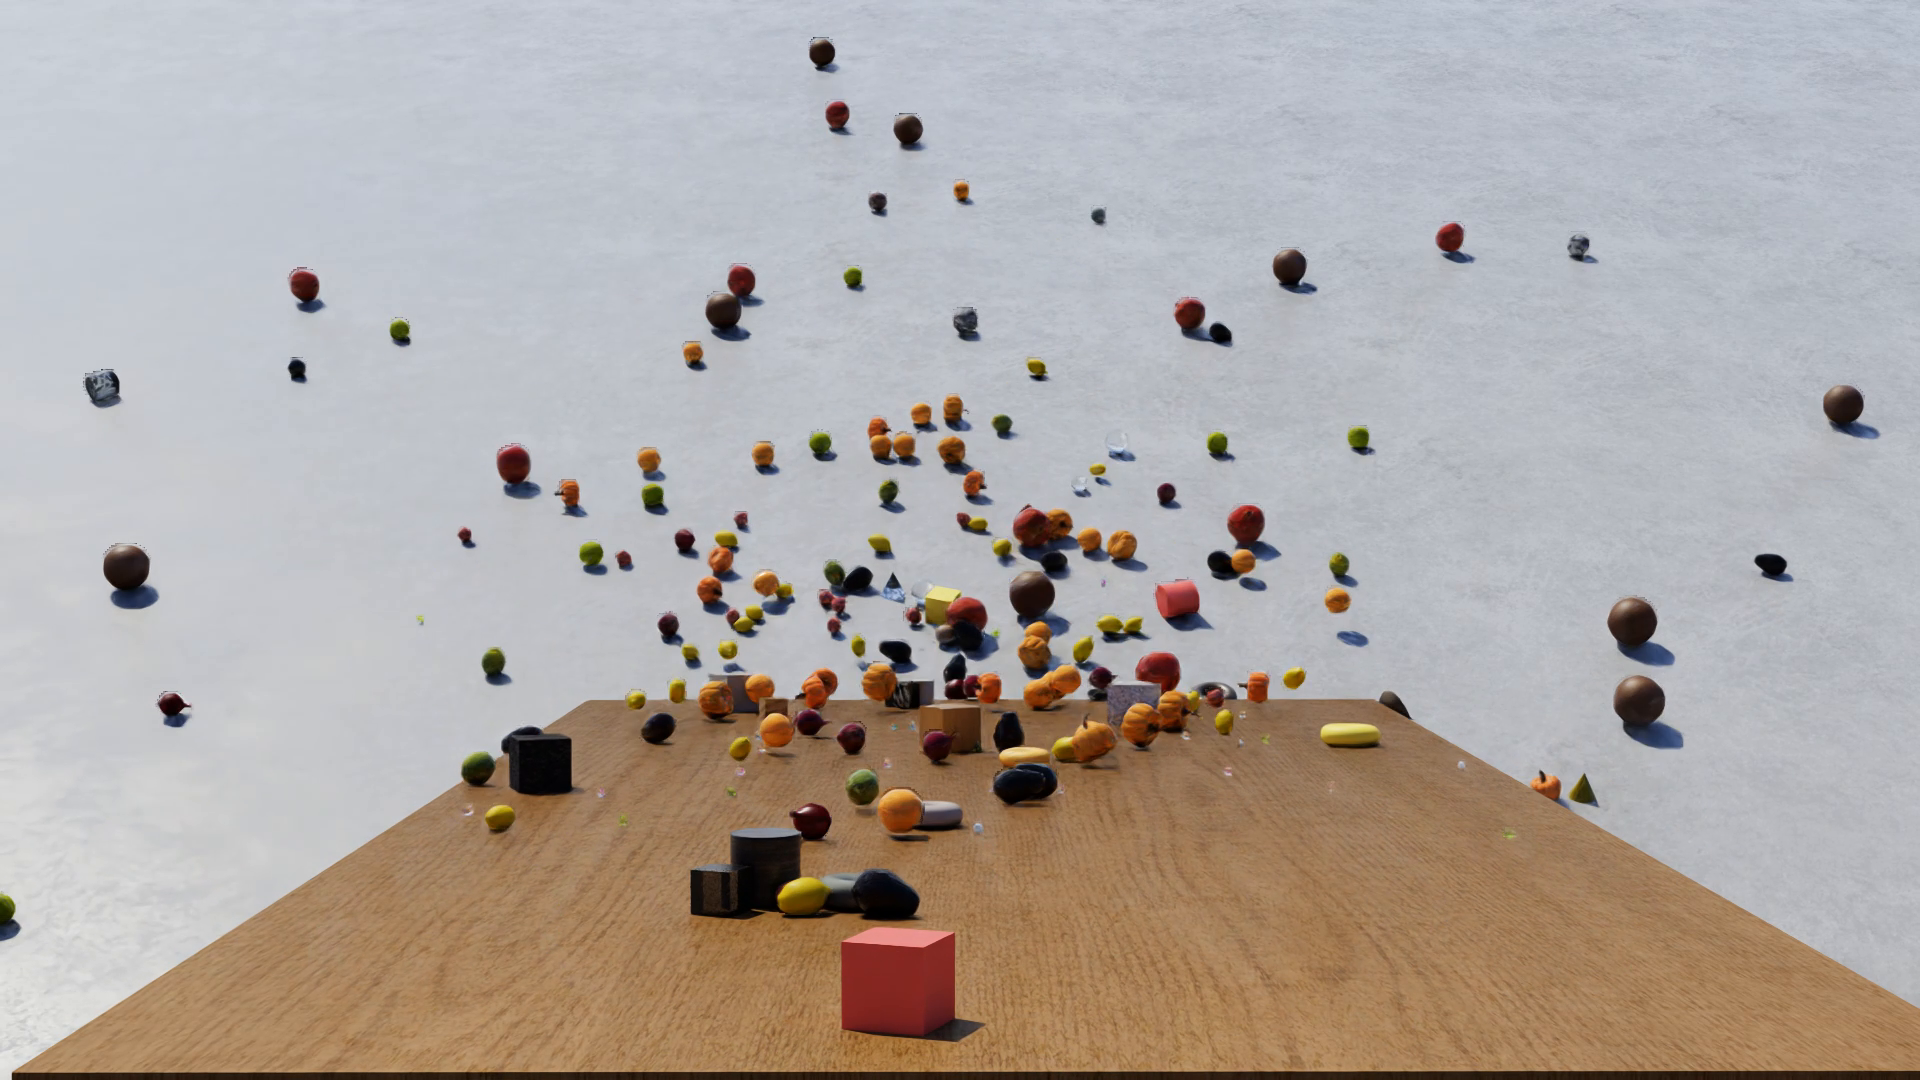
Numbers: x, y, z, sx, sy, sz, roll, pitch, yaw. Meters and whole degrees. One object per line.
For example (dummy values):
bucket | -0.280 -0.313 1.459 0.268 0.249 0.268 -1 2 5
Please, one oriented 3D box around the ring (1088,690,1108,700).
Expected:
ring | 0.363 0.393 6.539 0.079 0.026 0.079 1 1 0

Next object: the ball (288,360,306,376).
ball | -2.274 -0.590 8.835 0.060 0.060 0.060 0 25 0

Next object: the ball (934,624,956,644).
ball | -0.040 0.257 7.023 0.056 0.056 0.056 0 25 0

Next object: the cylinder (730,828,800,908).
cylinder | -0.267 0.449 3.535 0.096 0.096 0.096 0 2 0

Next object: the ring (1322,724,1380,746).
ring | 0.834 0.416 5.504 0.127 0.042 0.127 0 0 0

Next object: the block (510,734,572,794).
block | -0.775 0.412 4.764 0.097 0.097 0.097 -1 2 -19

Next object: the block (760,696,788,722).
block | -0.438 0.396 6.045 0.051 0.051 0.051 -1 2 -21

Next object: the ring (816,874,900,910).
ring | -0.139 0.479 3.511 0.115 0.038 0.115 3 0 0

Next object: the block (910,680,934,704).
block | -0.095 0.381 6.443 0.057 0.057 0.057 0 2 -4

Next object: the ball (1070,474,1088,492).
ball | 0.367 -0.175 7.957 0.051 0.051 0.051 0 25 0

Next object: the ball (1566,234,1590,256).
ball | 2.395 -1.145 9.993 0.088 0.088 0.088 0 25 0

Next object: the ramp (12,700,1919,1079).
ramp | 0.057 0.516 4.556 2.000 0.100 4.000 0 2 0

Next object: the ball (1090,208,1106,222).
ball | 0.558 -1.309 10.376 0.061 0.061 0.061 0 25 0

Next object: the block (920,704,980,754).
block | -0.021 0.394 5.410 0.092 0.092 0.092 -1 2 -31

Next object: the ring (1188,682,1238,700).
ring | 0.658 0.411 6.709 0.129 0.043 0.129 -2 26 1

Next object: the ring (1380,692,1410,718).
ring | 1.093 0.434 6.458 0.040 0.121 0.121 -28 29 -2

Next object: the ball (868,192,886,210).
ball | -0.336 -1.381 10.512 0.077 0.077 0.077 0 25 0

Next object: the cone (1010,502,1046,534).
cone | 0.218 -0.043 7.681 0.099 0.099 0.099 34 33 7

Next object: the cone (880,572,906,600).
cone | -0.189 0.122 7.294 0.072 0.072 0.072 0 25 0

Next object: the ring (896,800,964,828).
ring | -0.050 0.456 4.284 0.112 0.037 0.112 0 0 0

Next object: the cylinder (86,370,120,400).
cylinder | -2.879 -0.519 8.656 0.083 0.083 0.083 -21 32 -37

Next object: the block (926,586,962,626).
block | -0.046 0.184 7.155 0.077 0.077 0.077 10 27 20

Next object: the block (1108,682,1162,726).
block | 0.404 0.377 5.953 0.093 0.093 0.093 1 2 30

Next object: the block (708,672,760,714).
block | -0.550 0.370 6.264 0.090 0.090 0.090 -1 2 -36

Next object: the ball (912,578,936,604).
ball | -0.099 0.145 7.242 0.075 0.075 0.075 0 25 0

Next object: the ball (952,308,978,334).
ball | 0.019 -0.783 9.215 0.090 0.090 0.090 0 25 0

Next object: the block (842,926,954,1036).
block | -0.066 0.474 2.773 0.094 0.094 0.094 1 2 21

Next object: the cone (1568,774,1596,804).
cone | 1.520 0.596 6.285 0.066 0.066 0.066 0 25 0

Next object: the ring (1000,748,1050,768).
ring | 0.129 0.433 5.121 0.101 0.034 0.101 0 3 0

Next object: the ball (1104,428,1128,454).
ball | 0.500 -0.317 8.228 0.078 0.078 0.078 0 25 0

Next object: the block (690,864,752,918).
block | -0.321 0.470 3.460 0.060 0.060 0.060 1 2 24

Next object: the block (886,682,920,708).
block | -0.142 0.382 6.357 0.060 0.060 0.060 1 2 37
